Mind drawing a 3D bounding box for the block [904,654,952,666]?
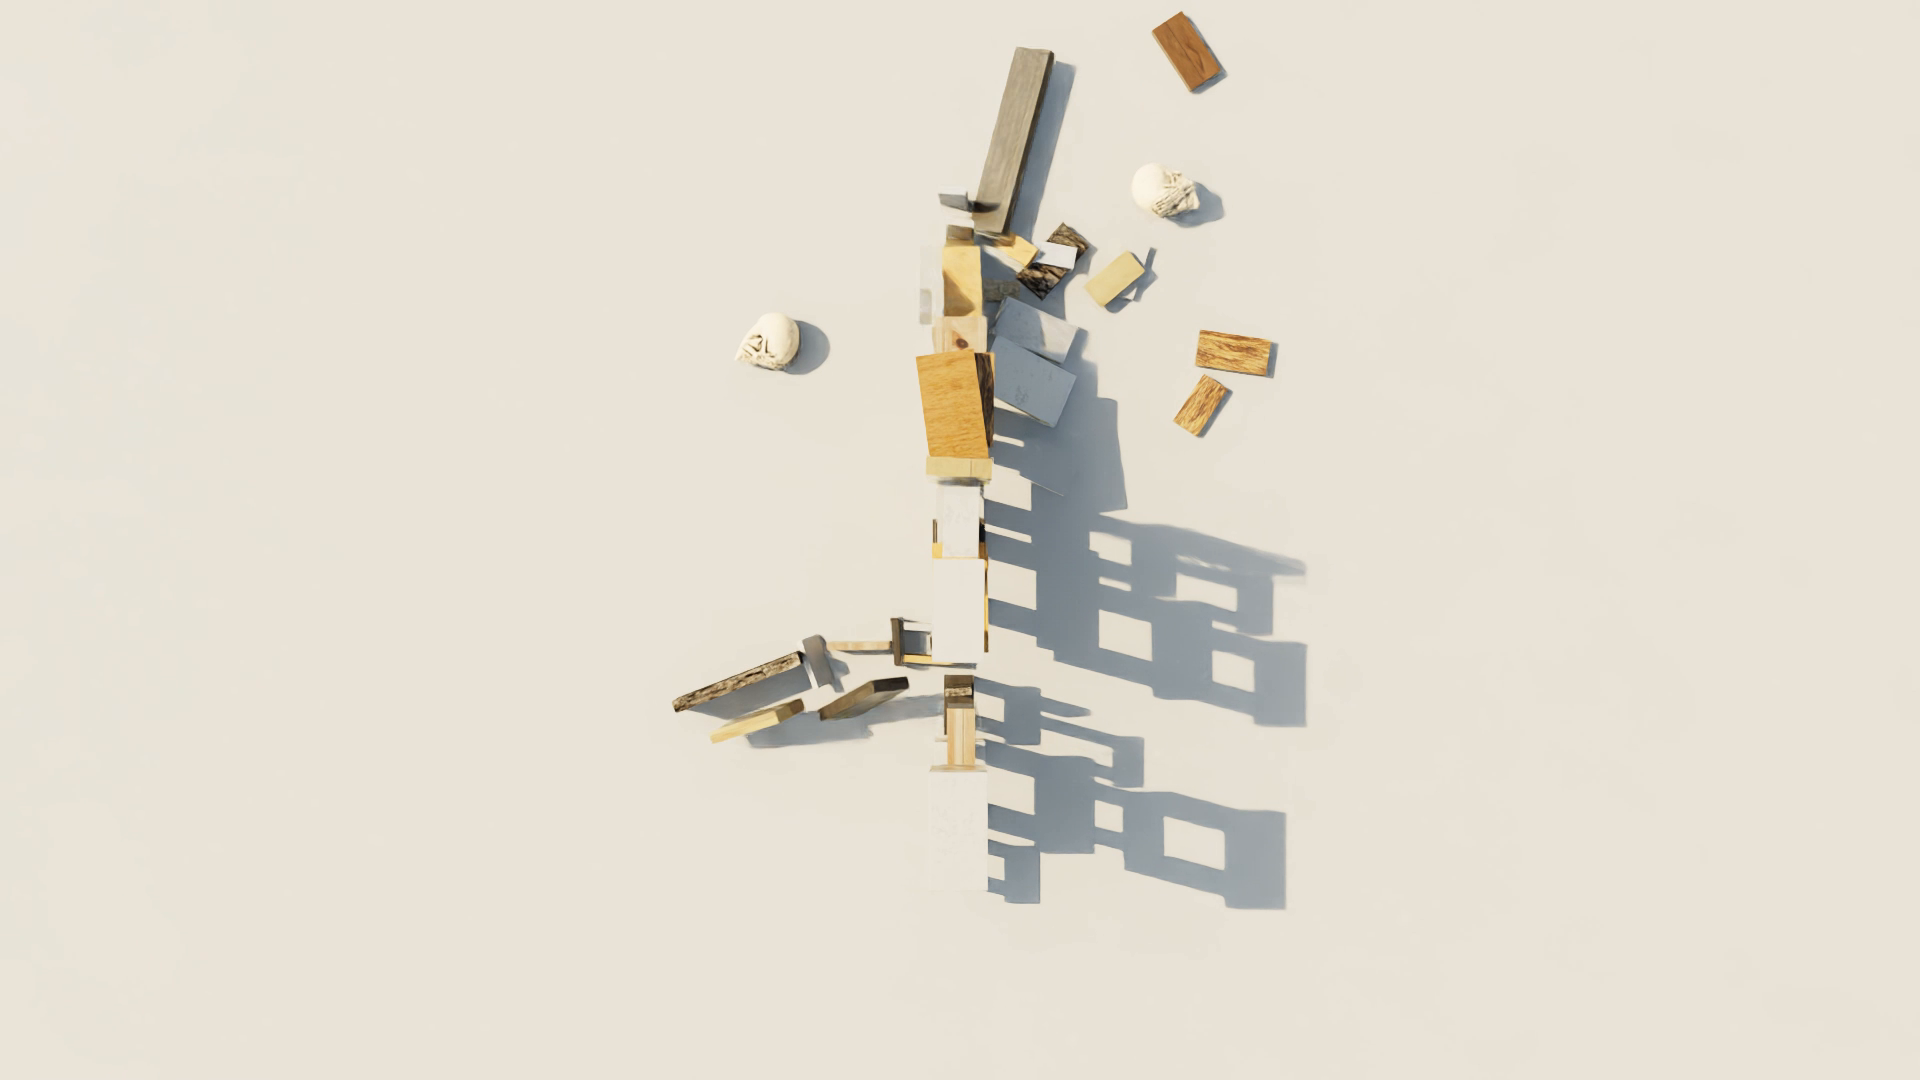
[{"bbox_3d":[-0.105,0.394,5.460,0.159,0.080,0.023,4,90,0],"label":"block"}]

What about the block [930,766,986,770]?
[{"bbox_3d":[-0.005,0.691,4.727,0.162,0.323,0.046,0,90,0],"label":"block"}]

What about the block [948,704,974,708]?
[{"bbox_3d":[0.003,0.535,5.126,0.083,0.309,0.024,0,90,0],"label":"block"}]

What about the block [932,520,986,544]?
[{"bbox_3d":[-0.003,0.100,5.148,0.164,0.047,0.329,0,90,0],"label":"block"}]

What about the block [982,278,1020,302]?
[{"bbox_3d":[0.128,-0.829,5.490,0.141,0.020,0.071,7,90,0],"label":"block"}]

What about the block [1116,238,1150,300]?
[{"bbox_3d":[0.559,-0.901,5.487,0.094,0.027,0.187,18,90,0],"label":"block"}]

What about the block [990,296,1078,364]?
[{"bbox_3d":[0.243,-0.691,5.432,0.261,0.037,0.131,22,91,-15],"label":"block"}]

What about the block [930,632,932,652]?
[{"bbox_3d":[-0.012,0.280,4.622,0.139,0.278,0.039,-2,90,0],"label":"block"}]

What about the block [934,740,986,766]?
[{"bbox_3d":[-0.001,0.789,5.161,0.158,0.045,0.317,0,90,0],"label":"block"}]

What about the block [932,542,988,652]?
[{"bbox_3d":[0.001,0.168,4.784,0.159,0.045,0.319,-1,90,0],"label":"block"}]

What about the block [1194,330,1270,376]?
[{"bbox_3d":[0.905,-0.622,5.483,0.236,0.033,0.118,9,90,0],"label":"block"}]

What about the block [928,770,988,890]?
[{"bbox_3d":[-0.005,0.799,4.543,0.162,0.046,0.323,0,90,0],"label":"block"}]

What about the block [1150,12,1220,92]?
[{"bbox_3d":[0.750,-1.624,5.483,0.118,0.033,0.236,-33,90,0],"label":"block"}]

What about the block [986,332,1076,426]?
[{"bbox_3d":[0.204,-0.521,5.374,0.359,0.051,0.180,23,90,-36],"label":"block"}]

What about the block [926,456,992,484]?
[{"bbox_3d":[-0.003,-0.194,4.658,0.180,0.388,0.051,3,89,0],"label":"block"}]

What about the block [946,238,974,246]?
[{"bbox_3d":[-0.005,-0.954,5.413,0.090,0.180,0.025,7,114,0],"label":"block"}]

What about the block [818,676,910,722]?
[{"bbox_3d":[-0.312,0.516,5.344,0.295,0.148,0.042,-32,69,42],"label":"block"}]

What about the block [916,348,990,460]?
[{"bbox_3d":[-0.023,-0.396,5.069,0.180,0.051,0.359,-8,90,0],"label":"block"}]

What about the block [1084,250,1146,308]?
[{"bbox_3d":[0.510,-0.864,5.460,0.187,0.027,0.094,-40,90,0],"label":"block"}]

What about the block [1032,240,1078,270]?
[{"bbox_3d":[0.312,-0.943,5.457,0.141,0.020,0.071,11,90,0],"label":"block"}]

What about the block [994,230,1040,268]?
[{"bbox_3d":[0.188,-0.967,5.459,0.141,0.020,0.071,38,97,23],"label":"block"}]

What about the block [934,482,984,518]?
[{"bbox_3d":[-0.003,-0.220,5.173,0.153,0.043,0.305,0,90,0],"label":"block"}]

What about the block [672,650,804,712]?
[{"bbox_3d":[-0.726,0.464,5.426,0.437,0.148,0.042,-21,90,0],"label":"block"}]

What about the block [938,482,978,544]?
[{"bbox_3d":[-0.006,-0.100,4.869,0.119,0.034,0.239,0,90,0],"label":"block"}]

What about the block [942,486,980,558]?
[{"bbox_3d":[0.003,-0.051,4.551,0.098,0.028,0.195,1,91,0],"label":"block"}]

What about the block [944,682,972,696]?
[{"bbox_3d":[-0.005,0.471,5.197,0.084,0.167,0.024,-4,90,0],"label":"block"}]

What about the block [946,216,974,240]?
[{"bbox_3d":[-0.001,-1.022,5.409,0.090,0.180,0.025,9,87,0],"label":"block"}]

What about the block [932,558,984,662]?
[{"bbox_3d":[-0.004,0.191,4.463,0.139,0.039,0.278,0,90,0],"label":"block"}]

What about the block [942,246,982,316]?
[{"bbox_3d":[0.007,-0.809,5.239,0.121,0.034,0.241,-2,90,0],"label":"block"}]

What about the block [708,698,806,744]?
[{"bbox_3d":[-0.662,0.588,5.359,0.295,0.148,0.042,-20,92,32],"label":"block"}]

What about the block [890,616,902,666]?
[{"bbox_3d":[-0.210,0.336,5.460,0.023,0.080,0.159,-4,90,1],"label":"block"}]

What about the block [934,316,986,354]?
[{"bbox_3d":[0.001,-0.535,5.156,0.161,0.046,0.321,1,90,0],"label":"block"}]

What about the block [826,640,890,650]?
[{"bbox_3d":[-0.335,0.349,5.458,0.204,0.084,0.024,-1,90,0],"label":"block"}]

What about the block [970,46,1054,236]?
[{"bbox_3d":[0.170,-1.318,5.453,0.131,0.037,0.622,15,90,28],"label":"block"}]

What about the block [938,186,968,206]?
[{"bbox_3d":[-0.022,-1.127,5.408,0.090,0.180,0.026,5,90,3],"label":"block"}]

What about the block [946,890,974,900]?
[{"bbox_3d":[0.001,1.059,5.299,0.094,0.027,0.188,0,90,0],"label":"block"}]

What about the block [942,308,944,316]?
[{"bbox_3d":[0.004,-0.735,5.378,0.121,0.241,0.034,1,95,0],"label":"block"}]

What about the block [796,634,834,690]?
[{"bbox_3d":[-0.479,0.403,5.459,0.024,0.084,0.167,-20,90,36],"label":"block"}]

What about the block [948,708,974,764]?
[{"bbox_3d":[0.003,0.590,4.960,0.083,0.024,0.167,0,90,0],"label":"block"}]

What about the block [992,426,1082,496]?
[{"bbox_3d":[0.253,-0.263,5.481,0.271,0.038,0.135,24,90,0],"label":"block"}]

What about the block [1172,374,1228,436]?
[{"bbox_3d":[0.798,-0.448,5.487,0.094,0.027,0.187,33,90,0],"label":"block"}]

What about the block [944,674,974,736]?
[{"bbox_3d":[-0.003,0.529,5.295,0.096,0.027,0.192,0,90,0],"label":"block"}]

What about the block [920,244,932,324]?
[{"bbox_3d":[-0.109,-0.812,5.224,0.037,0.261,0.131,0,132,-1],"label":"block"}]

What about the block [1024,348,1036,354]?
[{"bbox_3d":[0.180,-0.628,5.481,0.135,0.038,0.271,26,90,0],"label":"block"}]

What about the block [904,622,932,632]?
[{"bbox_3d":[-0.104,0.288,5.460,0.159,0.080,0.023,4,90,0],"label":"block"}]

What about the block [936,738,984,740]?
[{"bbox_3d":[-0.001,0.683,5.342,0.158,0.317,0.045,0,90,0],"label":"block"}]

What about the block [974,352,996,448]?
[{"bbox_3d":[0.038,-0.435,5.114,0.135,0.038,0.289,1,90,0],"label":"block"}]

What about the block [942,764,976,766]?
[{"bbox_3d":[-0.004,0.714,5.029,0.109,0.219,0.031,0,90,0],"label":"block"}]

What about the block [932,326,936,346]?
[{"bbox_3d":[-0.007,-0.648,5.339,0.161,0.321,0.046,0,90,0],"label":"block"}]

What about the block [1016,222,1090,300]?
[{"bbox_3d":[0.307,-0.926,5.483,0.118,0.033,0.236,41,90,0],"label":"block"}]
